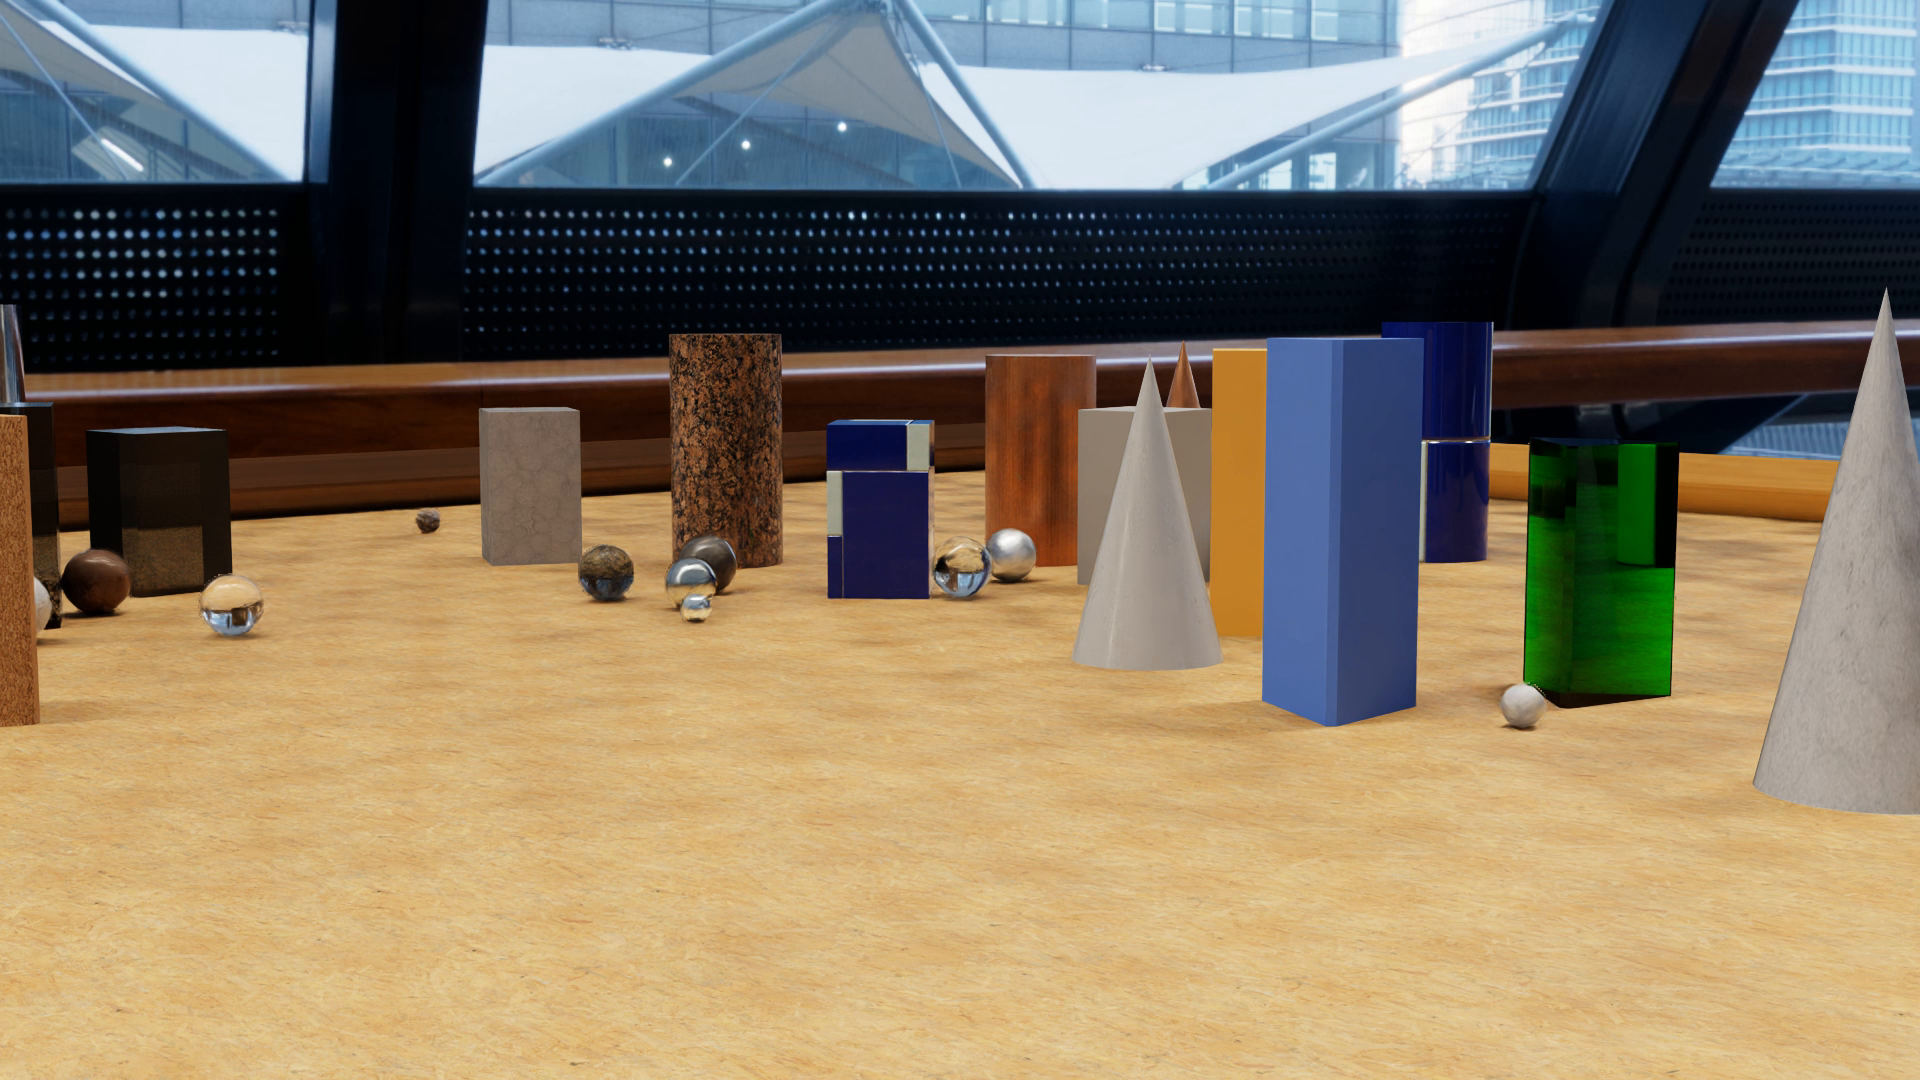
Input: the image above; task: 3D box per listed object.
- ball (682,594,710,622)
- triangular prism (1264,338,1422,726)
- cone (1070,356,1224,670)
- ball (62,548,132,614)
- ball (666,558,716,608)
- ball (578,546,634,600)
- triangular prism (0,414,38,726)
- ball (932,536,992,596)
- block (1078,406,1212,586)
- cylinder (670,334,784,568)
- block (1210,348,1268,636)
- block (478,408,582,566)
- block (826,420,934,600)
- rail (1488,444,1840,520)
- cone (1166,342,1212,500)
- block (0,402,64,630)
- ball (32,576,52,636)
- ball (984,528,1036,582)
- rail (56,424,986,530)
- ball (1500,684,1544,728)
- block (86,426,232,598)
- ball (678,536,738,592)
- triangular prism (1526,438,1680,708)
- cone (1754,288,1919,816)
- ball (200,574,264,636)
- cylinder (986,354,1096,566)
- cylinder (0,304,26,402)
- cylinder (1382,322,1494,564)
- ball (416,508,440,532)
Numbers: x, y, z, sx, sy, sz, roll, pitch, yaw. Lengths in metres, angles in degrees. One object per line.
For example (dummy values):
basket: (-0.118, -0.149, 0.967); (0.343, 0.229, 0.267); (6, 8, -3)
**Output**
ball: (-0.376, 0.097, 3.138); (0.042, 0.042, 0.042); (0, 6, 0)
triangular prism: (0.401, -0.017, 2.448); (0.147, 0.413, 0.170); (6, 8, 43)
cone: (0.240, -0.042, 2.800); (0.196, 0.389, 0.196); (0, 6, 0)
ball: (-1.269, 0.061, 3.232); (0.096, 0.096, 0.096); (0, 6, 0)
ball: (-0.401, 0.065, 3.281); (0.076, 0.076, 0.076); (0, 6, 0)
ball: (-0.543, 0.051, 3.379); (0.085, 0.085, 0.085); (0, 6, 0)
triangular prism: (-1.101, 0.030, 2.390); (0.170, 0.332, 0.147); (-3, 6, -23)
ball: (0.002, 0.042, 3.421); (0.094, 0.094, 0.094); (0, 6, 0)
block: (0.301, -0.071, 3.580); (0.157, 0.284, 0.157); (4, 7, 36)
cylinder: (-0.410, -0.160, 3.866); (0.196, 0.402, 0.196); (0, 6, 0)
block: (0.430, -0.070, 3.066); (0.157, 0.390, 0.157); (1, 6, 6)
block: (-0.766, -0.098, 3.918); (0.157, 0.269, 0.157); (-2, 6, -19)
block: (-0.123, -0.051, 3.465); (0.157, 0.269, 0.157); (0, 6, 3)
rail: (1.625, -0.123, 4.823); (0.045, 0.127, 4.111); (-5, 8, -42)
cone: (0.436, -0.200, 4.313); (0.196, 0.388, 0.196); (0, 6, 0)
block: (-1.363, -0.035, 3.114); (0.157, 0.311, 0.157); (-2, 6, -21)
ball: (-1.268, 0.090, 2.939); (0.098, 0.098, 0.098); (0, 6, 0)
ball: (0.081, 0.025, 3.611); (0.088, 0.088, 0.088); (0, 6, 0)
rail: (-1.378, -0.122, 4.817); (4.469, 0.127, 0.045); (-5, 8, -42)
ball: (0.602, 0.177, 2.353); (0.046, 0.046, 0.046); (0, 6, 0)
block: (-1.276, -0.048, 3.506); (0.157, 0.254, 0.157); (5, 8, 42)
ball: (-0.397, 0.039, 3.462); (0.092, 0.092, 0.092); (0, 6, 0)
triangular prism: (0.714, 0.031, 2.555); (0.170, 0.294, 0.147); (-3, 7, -30)
cone: (0.840, 0.002, 2.018); (0.196, 0.466, 0.196); (0, 6, 0)
ball: (-0.997, 0.090, 3.010); (0.084, 0.084, 0.084); (0, 6, 0)
cylinder: (0.143, -0.145, 3.906); (0.196, 0.365, 0.196); (0, 6, 0)
cylinder: (-1.593, -0.148, 3.506); (0.196, 0.453, 0.196); (0, 6, 0)
cylinder: (0.854, -0.180, 3.957); (0.196, 0.423, 0.196); (0, 6, 0)
ball: (-1.065, -0.038, 4.408); (0.048, 0.048, 0.048); (0, 6, 0)
